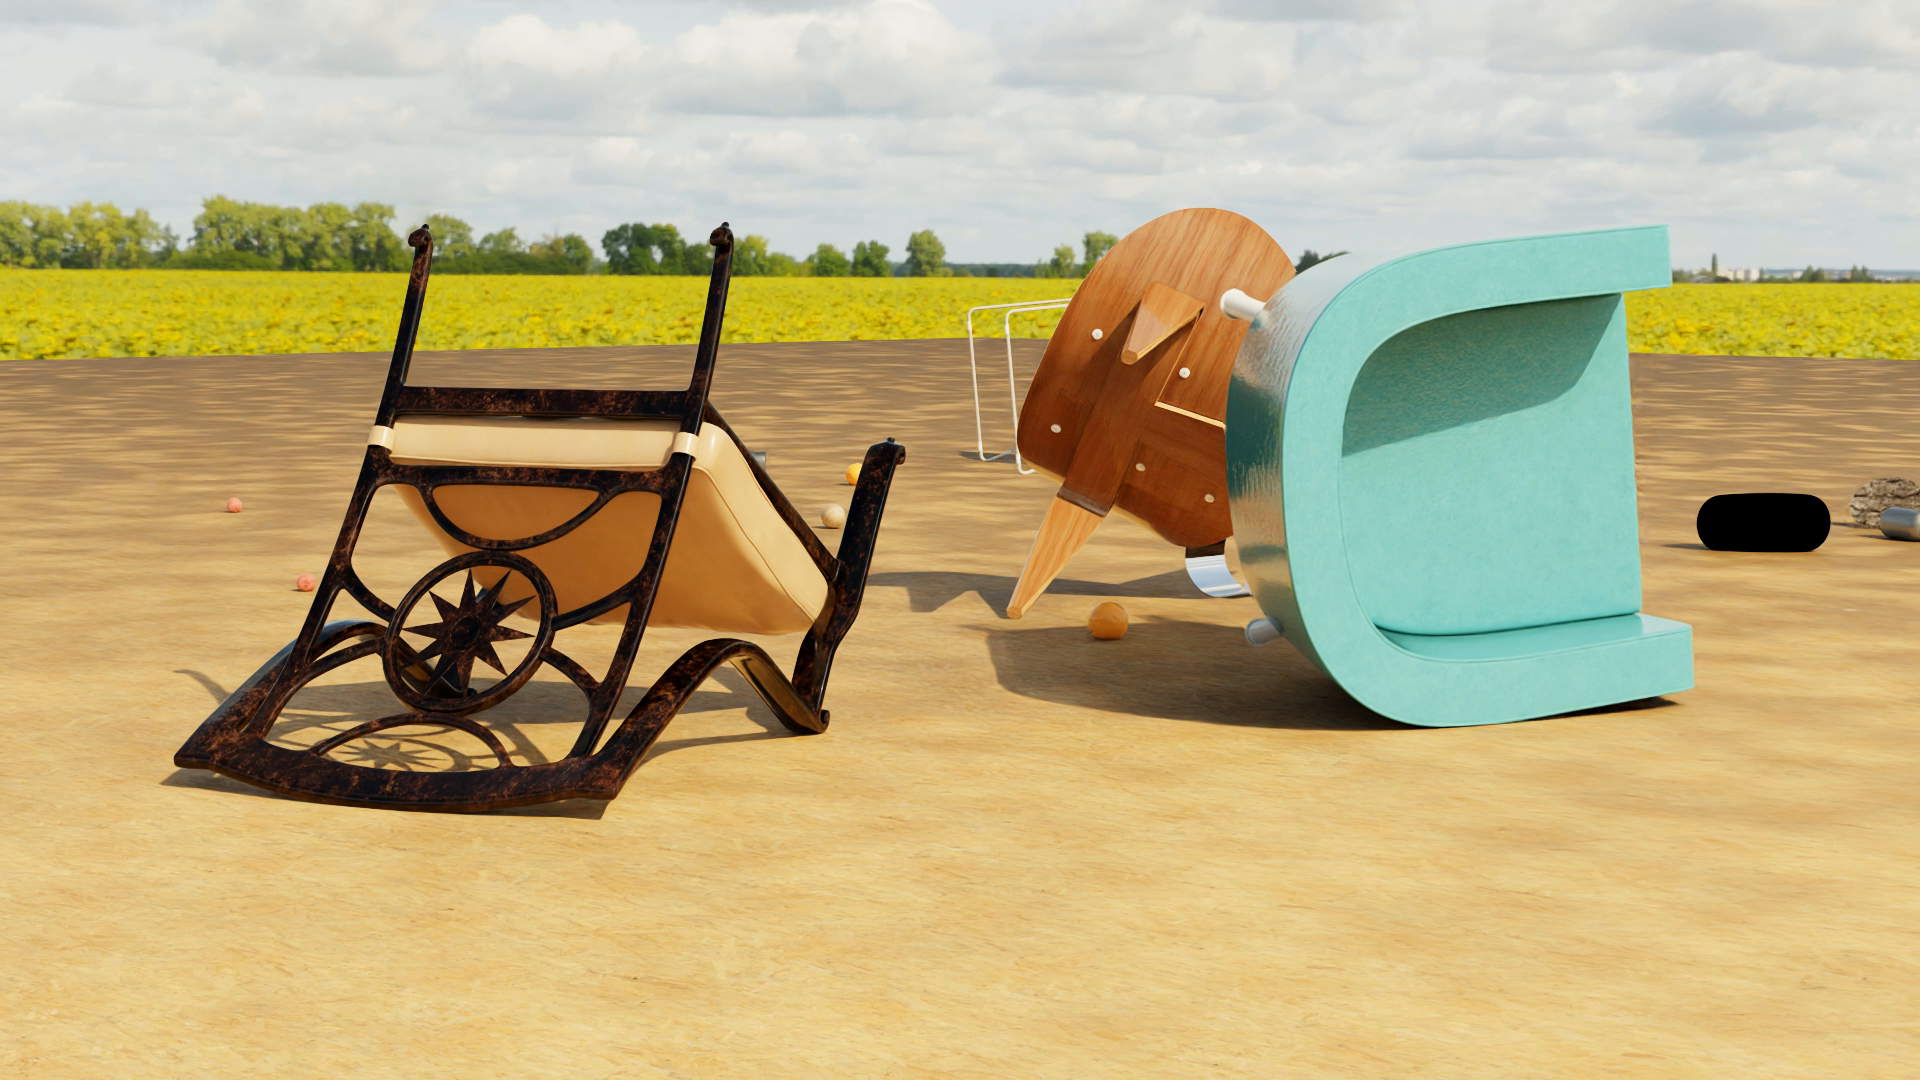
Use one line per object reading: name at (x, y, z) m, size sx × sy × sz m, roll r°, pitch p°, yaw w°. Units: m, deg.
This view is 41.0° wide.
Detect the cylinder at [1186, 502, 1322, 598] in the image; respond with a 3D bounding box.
cylinder at (0.610, 0.031, 5.337) m, size 0.220 × 0.160 × 0.183 m, roll -20°, pitch 3°, yaw -32°

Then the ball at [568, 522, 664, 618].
ball at (-0.664, 0.058, 4.953) m, size 0.185 × 0.185 × 0.185 m, roll 0°, pitch 6°, yaw 0°

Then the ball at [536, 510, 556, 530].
ball at (-1.074, -0.051, 6.650) m, size 0.053 × 0.053 × 0.053 m, roll 0°, pitch 6°, yaw 0°

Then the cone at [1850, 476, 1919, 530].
cone at (2.444, -0.067, 6.737) m, size 0.185 × 0.178 × 0.097 m, roll 3°, pitch -36°, yaw 38°

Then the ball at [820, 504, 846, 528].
ball at (-0.331, -0.063, 6.700) m, size 0.065 × 0.065 × 0.065 m, roll 0°, pitch 6°, yaw 0°

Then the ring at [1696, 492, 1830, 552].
ring at (1.931, -0.041, 6.166) m, size 0.310 × 0.134 × 0.139 m, roll 0°, pitch 8°, yaw 11°

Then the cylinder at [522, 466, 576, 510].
cylinder at (-1.158, -0.145, 7.235) m, size 0.110 × 0.134 × 0.089 m, roll 6°, pitch 44°, yaw 43°
